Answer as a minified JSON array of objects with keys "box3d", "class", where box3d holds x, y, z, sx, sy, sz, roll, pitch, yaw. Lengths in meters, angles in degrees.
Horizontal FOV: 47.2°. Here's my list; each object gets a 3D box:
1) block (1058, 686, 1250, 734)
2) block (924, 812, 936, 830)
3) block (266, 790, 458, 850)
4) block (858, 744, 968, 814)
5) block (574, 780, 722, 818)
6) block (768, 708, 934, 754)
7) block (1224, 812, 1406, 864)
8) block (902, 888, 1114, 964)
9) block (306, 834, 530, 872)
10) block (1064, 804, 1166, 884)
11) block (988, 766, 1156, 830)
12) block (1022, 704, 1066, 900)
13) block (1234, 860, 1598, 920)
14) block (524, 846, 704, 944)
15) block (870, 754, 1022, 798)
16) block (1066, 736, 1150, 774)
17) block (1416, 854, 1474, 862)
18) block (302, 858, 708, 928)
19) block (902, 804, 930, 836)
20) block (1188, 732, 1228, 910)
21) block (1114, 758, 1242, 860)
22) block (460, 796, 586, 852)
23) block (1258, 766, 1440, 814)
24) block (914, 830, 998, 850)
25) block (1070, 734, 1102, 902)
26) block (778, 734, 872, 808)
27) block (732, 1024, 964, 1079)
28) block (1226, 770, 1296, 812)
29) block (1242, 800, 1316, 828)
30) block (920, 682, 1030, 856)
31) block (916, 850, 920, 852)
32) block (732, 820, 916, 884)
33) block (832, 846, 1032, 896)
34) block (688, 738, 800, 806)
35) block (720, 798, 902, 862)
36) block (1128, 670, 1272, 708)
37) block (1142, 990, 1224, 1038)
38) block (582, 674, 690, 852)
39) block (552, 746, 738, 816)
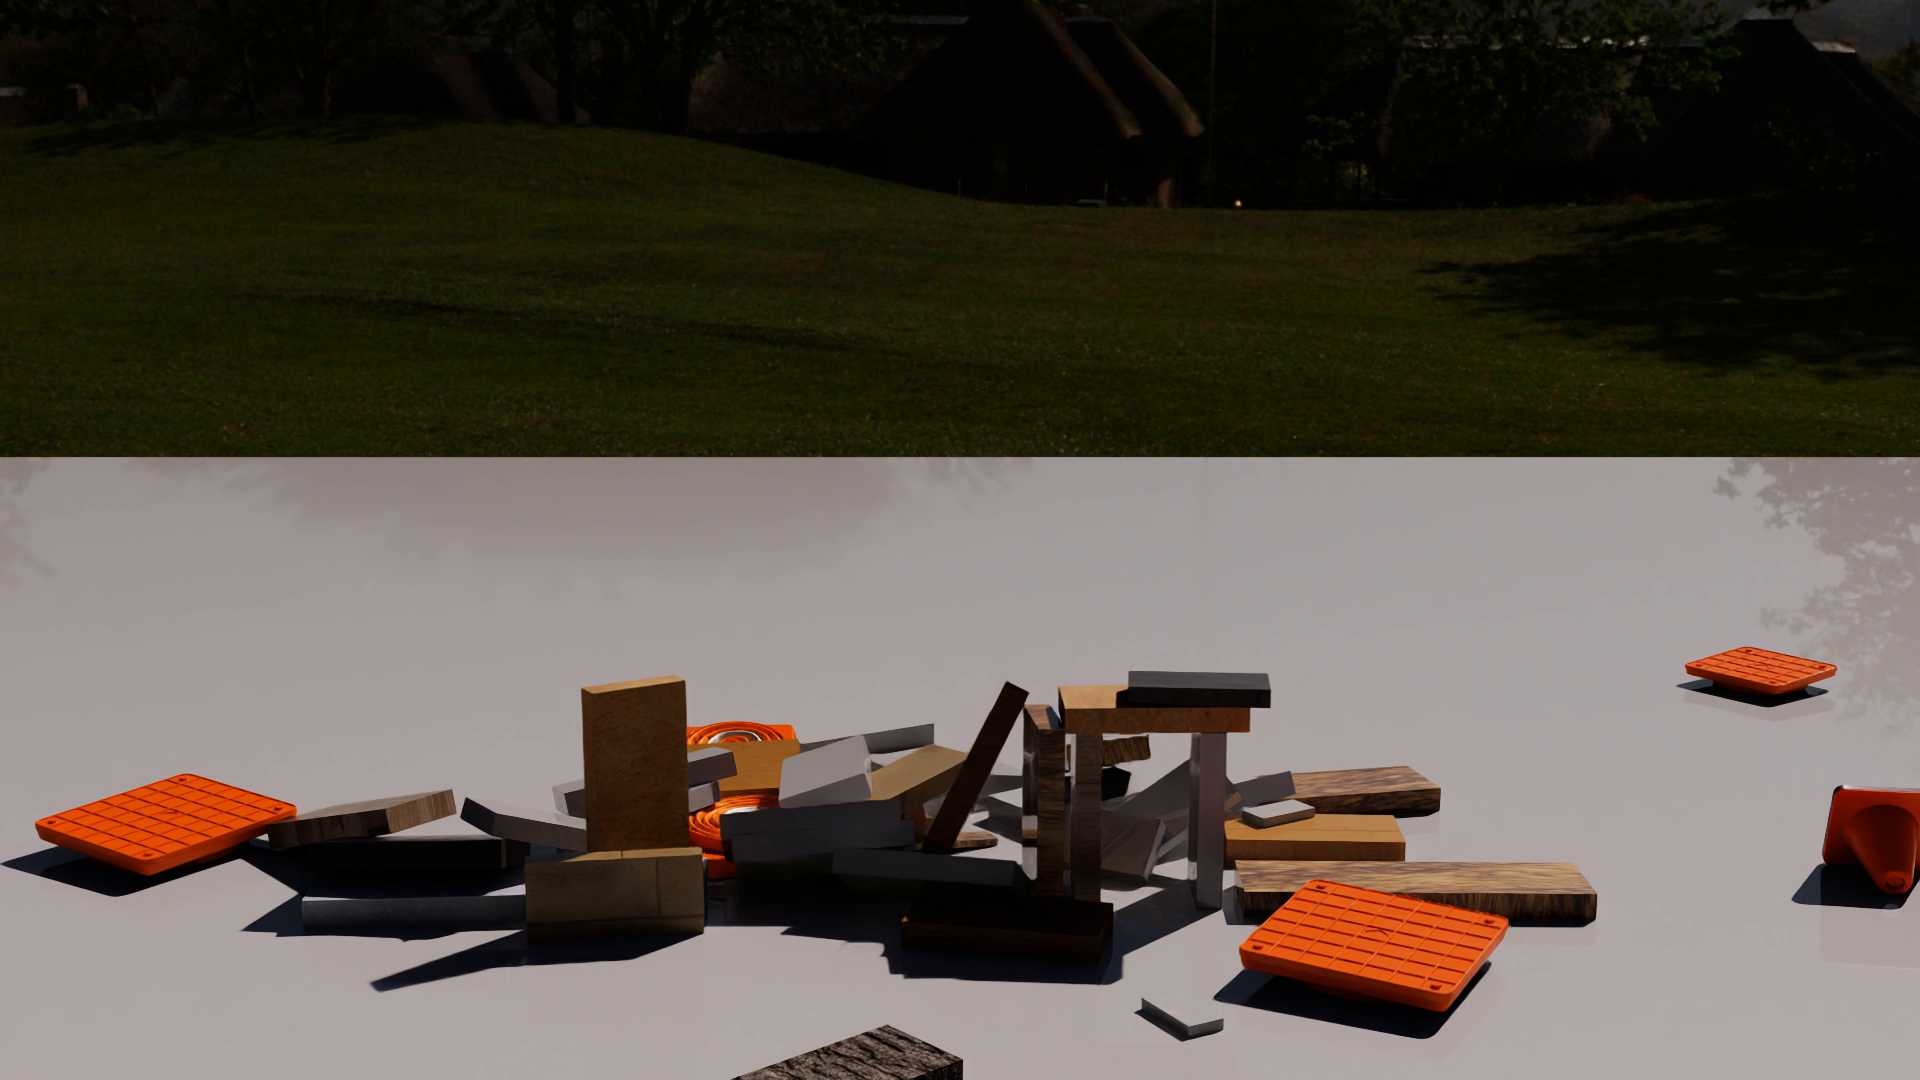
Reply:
[{"box3d":[0.316,0.277,3.608,0.298,0.042,0.149,0,11,-2],"class":"block"},{"box3d":[-0.182,0.476,4.053,0.131,0.037,0.316,13,4,-31],"class":"block"},{"box3d":[-1.052,0.490,3.860,0.311,0.044,0.155,-11,1,33],"class":"block"},{"box3d":[-0.108,0.438,3.901,0.263,0.037,0.131,-24,19,-36],"class":"block"},{"box3d":[-0.574,0.480,3.981,0.263,0.037,0.131,-10,3,36],"class":"block"},{"box3d":[-0.225,0.404,4.553,0.306,0.043,0.153,-6,12,-30],"class":"block"},{"box3d":[0.620,0.528,3.885,0.308,0.043,0.153,1,11,3],"class":"block"},{"box3d":[0.077,0.606,3.461,0.309,0.044,0.154,2,11,13],"class":"block"},{"box3d":[-0.893,0.517,3.637,0.325,0.046,0.162,-2,-4,5],"class":"block"},{"box3d":[0.236,0.518,3.781,0.216,0.108,0.031,6,-31,28],"class":"block"},{"box3d":[0.222,0.488,4.101,0.308,0.044,0.154,-8,13,-37],"class":"block"},{"box3d":[0.137,0.441,3.628,0.044,0.309,0.154,-1,11,-7],"class":"block"},{"box3d":[0.744,0.576,3.625,0.567,0.044,0.154,0,11,1],"class":"block"},{"box3d":[-0.544,0.560,3.470,0.275,0.131,0.037,-2,11,-9],"class":"block"},{"box3d":[-0.032,0.447,4.164,0.311,0.044,0.155,6,5,-35],"class":"block"},{"box3d":[0.261,0.413,4.196,0.154,0.044,0.308,-7,-8,-6],"class":"block"},{"box3d":[0.824,0.563,3.769,0.120,0.017,0.060,-5,12,-25],"class":"block"},{"box3d":[-0.737,0.578,3.610,0.637,0.046,0.162,-1,11,-5],"class":"block"},{"box3d":[-0.082,0.499,3.917,0.045,0.091,0.013,-8,-11,-37],"class":"block"},{"box3d":[0.408,0.444,3.640,0.042,0.298,0.149,0,11,0],"class":"block"},{"box3d":[0.367,0.467,3.809,0.216,0.031,0.108,-34,53,-5],"class":"block"},{"box3d":[-0.689,0.484,3.687,0.263,0.037,0.131,17,-3,-35],"class":"block"},{"box3d":[0.733,0.478,4.155,0.306,0.043,0.153,-2,11,-12],"class":"block"},{"box3d":[-0.017,0.533,3.896,0.167,0.013,0.045,1,10,-28],"class":"block"},{"box3d":[0.208,0.444,3.639,0.042,0.298,0.149,0,11,0],"class":"block"},{"box3d":[-0.239,0.423,3.920,0.155,0.044,0.310,-18,8,-1],"class":"block"},{"box3d":[-0.163,0.717,2.866,0.311,0.044,0.155,-9,14,-41],"class":"block"},{"box3d":[0.442,0.479,3.990,0.310,0.044,0.155,-8,-10,-36],"class":"block"},{"box3d":[0.569,0.489,3.931,0.120,0.017,0.060,-7,12,-32],"class":"block"},{"box3d":[0.020,0.400,3.678,0.044,0.309,0.154,27,-26,4],"class":"block"},{"box3d":[-0.072,0.550,3.848,0.045,0.013,0.091,-3,11,-13],"class":"block"},{"box3d":[-0.225,0.520,3.664,0.298,0.042,0.149,-5,-23,-4],"class":"block"},{"box3d":[-0.045,0.548,3.583,0.298,0.042,0.149,3,-20,13],"class":"block"},{"box3d":[-0.432,0.444,4.197,0.263,0.037,0.131,-2,38,-11],"class":"block"},{"box3d":[-0.249,0.488,3.691,0.298,0.042,0.149,-5,-23,-5],"class":"block"},{"box3d":[0.389,0.243,3.588,0.228,0.031,0.108,1,11,5],"class":"block"},{"box3d":[0.318,0.678,3.149,0.060,0.017,0.120,-6,12,-28],"class":"block"},{"box3d":[-0.528,0.393,3.588,0.162,0.325,0.046,-7,12,-32],"class":"block"},{"box3d":[-0.574,0.438,3.997,0.310,0.044,0.155,-13,2,-18],"class":"block"}]
